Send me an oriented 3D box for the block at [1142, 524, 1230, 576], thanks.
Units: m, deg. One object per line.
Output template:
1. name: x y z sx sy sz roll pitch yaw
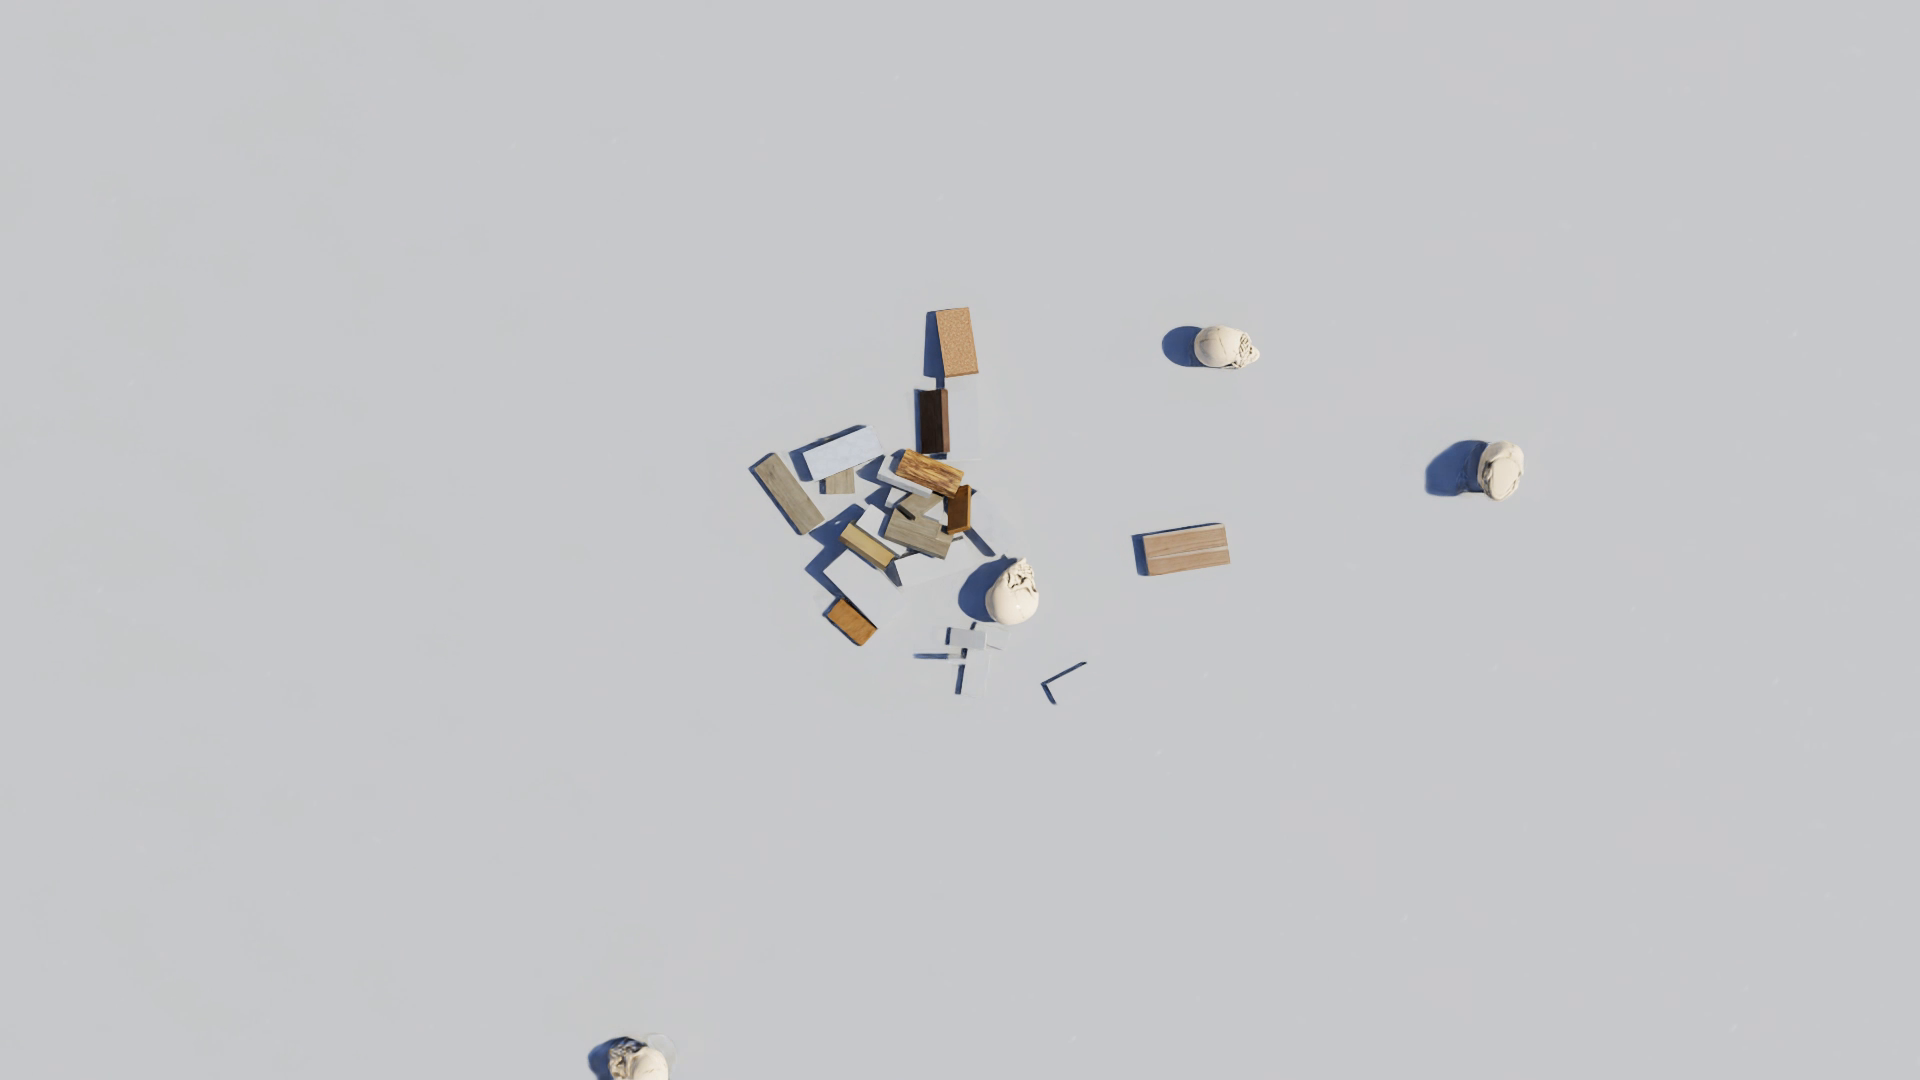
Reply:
1. block: 0.752 0.033 5.481 0.271 0.038 0.135 -9 90 0

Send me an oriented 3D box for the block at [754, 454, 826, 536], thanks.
1. block: -0.566 -0.152 5.487 0.090 0.026 0.276 -37 90 0

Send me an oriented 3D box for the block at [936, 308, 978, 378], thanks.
1. block: -0.010 -0.654 5.461 0.111 0.031 0.222 -8 79 -2

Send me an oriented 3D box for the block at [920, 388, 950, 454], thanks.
1. block: -0.083 -0.390 5.453 0.029 0.104 0.208 -2 90 -44

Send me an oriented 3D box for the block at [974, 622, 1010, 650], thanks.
1. block: 0.103 0.320 5.492 0.120 0.017 0.060 20 90 0

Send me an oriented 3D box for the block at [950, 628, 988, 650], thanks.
1. block: 0.028 0.328 5.477 0.120 0.017 0.060 7 90 15

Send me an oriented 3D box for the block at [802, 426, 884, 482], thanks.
1. block: -0.385 -0.286 5.459 0.248 0.029 0.104 -22 90 0

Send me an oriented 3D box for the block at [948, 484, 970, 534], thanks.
1. block: -0.003 -0.101 5.428 0.074 0.021 0.172 -16 51 22

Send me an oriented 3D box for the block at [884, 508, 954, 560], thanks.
1. block: -0.132 -0.020 5.412 0.212 0.030 0.106 20 66 1

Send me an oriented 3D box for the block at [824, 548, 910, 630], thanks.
1. block: -0.309 0.152 5.457 0.135 0.038 0.271 -43 98 6

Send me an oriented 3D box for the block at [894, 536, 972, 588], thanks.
1. block: -0.089 0.073 5.464 0.240 0.030 0.106 -18 114 0

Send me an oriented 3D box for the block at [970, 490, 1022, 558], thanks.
1. block: 0.098 -0.056 5.464 0.106 0.030 0.212 -42 90 0

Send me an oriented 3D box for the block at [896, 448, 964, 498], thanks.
1. block: -0.099 -0.220 5.454 0.208 0.029 0.104 23 48 0

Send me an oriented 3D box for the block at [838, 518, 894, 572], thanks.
1. block: -0.302 0.015 5.420 0.181 0.026 0.090 35 47 -1

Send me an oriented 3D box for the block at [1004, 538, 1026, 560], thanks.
1. block: 0.149 -0.014 5.490 0.074 0.021 0.148 -36 90 0

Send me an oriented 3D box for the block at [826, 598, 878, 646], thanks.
1. block: -0.359 0.273 5.489 0.157 0.022 0.078 42 90 0

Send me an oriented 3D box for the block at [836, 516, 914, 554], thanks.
1. block: -0.269 -0.009 5.481 0.271 0.038 0.135 -7 90 0

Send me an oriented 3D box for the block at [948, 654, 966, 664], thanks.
1. block: -0.010 0.392 5.440 0.060 0.120 0.017 3 94 0

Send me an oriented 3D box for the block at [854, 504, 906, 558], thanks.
1. block: -0.247 -0.029 5.431 0.181 0.026 0.090 36 65 0

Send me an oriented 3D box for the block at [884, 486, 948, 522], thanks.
1. block: -0.145 -0.121 5.459 0.187 0.027 0.094 20 48 0

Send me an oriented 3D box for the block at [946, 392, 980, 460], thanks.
1. block: 0.009 -0.378 5.453 0.111 0.031 0.222 -2 90 0

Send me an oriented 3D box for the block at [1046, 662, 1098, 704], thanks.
1. block: 0.375 0.478 5.489 0.157 0.022 0.078 -27 90 0

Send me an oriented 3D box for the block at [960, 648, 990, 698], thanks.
1. block: 0.053 0.444 5.489 0.078 0.022 0.157 9 90 0

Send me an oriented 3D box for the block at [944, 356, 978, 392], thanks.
1. block: 0.005 -0.502 5.484 0.111 0.031 0.222 -1 90 0

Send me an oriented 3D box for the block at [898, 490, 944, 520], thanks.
1. block: -0.127 -0.127 5.437 0.074 0.021 0.148 39 51 16

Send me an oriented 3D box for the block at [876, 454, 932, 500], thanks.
1. block: -0.173 -0.209 5.459 0.187 0.027 0.094 22 48 0

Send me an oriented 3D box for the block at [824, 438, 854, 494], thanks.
1. block: -0.400 -0.246 5.487 0.094 0.027 0.187 -2 90 0
